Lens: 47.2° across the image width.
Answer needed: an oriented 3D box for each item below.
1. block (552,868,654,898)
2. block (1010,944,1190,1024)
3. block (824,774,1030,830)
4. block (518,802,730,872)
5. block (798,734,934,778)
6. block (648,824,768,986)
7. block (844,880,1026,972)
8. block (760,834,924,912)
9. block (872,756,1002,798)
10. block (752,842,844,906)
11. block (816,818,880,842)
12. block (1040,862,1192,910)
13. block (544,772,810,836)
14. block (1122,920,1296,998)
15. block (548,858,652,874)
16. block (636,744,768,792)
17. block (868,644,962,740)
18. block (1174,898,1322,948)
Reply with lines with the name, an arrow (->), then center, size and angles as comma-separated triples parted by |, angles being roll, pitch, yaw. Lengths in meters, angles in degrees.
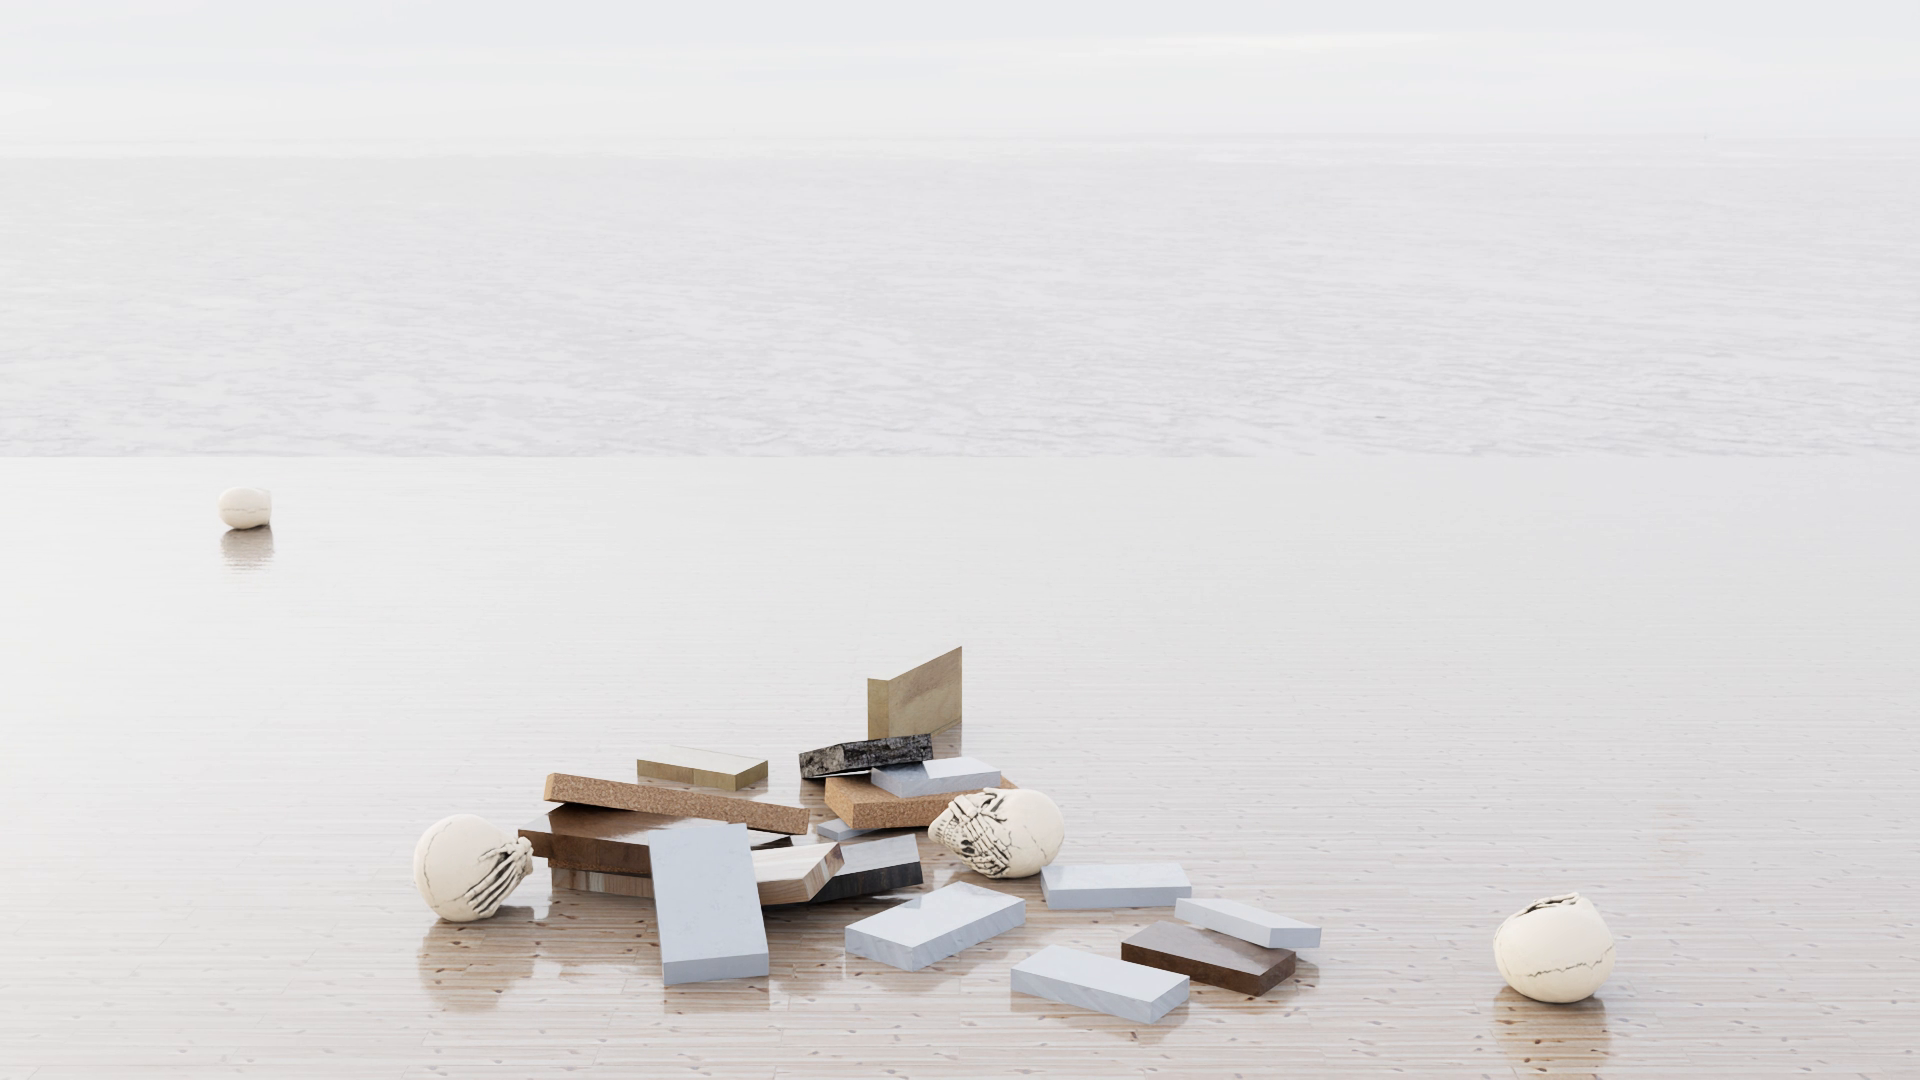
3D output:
block -> -0.559, 0.564, 3.721 | 0.232, 0.033, 0.116 | 3, 11, 17
block -> 0.205, 0.653, 3.240 | 0.236, 0.033, 0.118 | 7, 13, 33
block -> -0.062, 0.480, 4.072 | 0.339, 0.048, 0.170 | 0, 10, -21
block -> -0.561, 0.499, 3.678 | 0.313, 0.044, 0.157 | 4, 11, 20
block -> -0.184, 0.413, 4.194 | 0.170, 0.048, 0.339 | -5, -7, -19
block -> -0.393, 0.560, 3.410 | 0.157, 0.044, 0.313 | -3, 31, -11
block -> -0.037, 0.607, 3.470 | 0.138, 0.039, 0.276 | 9, 14, 39
block -> -0.204, 0.552, 3.649 | 0.276, 0.039, 0.138 | -10, 12, -3
block -> -0.044, 0.439, 4.082 | 0.216, 0.031, 0.108 | -3, 11, -33
block -> -0.341, 0.549, 3.570 | 0.276, 0.039, 0.138 | -9, 13, 24
block -> -0.197, 0.520, 3.998 | 0.116, 0.016, 0.058 | -10, 16, -44
block -> 0.258, 0.575, 3.658 | 0.236, 0.033, 0.118 | -1, 11, -4
block -> -0.497, 0.464, 3.847 | 0.446, 0.044, 0.157 | 10, -10, -14
block -> 0.377, 0.634, 3.341 | 0.236, 0.033, 0.118 | 7, 13, 34
block -> -0.569, 0.528, 3.731 | 0.232, 0.033, 0.116 | 2, 11, 10
block -> -0.508, 0.449, 4.339 | 0.232, 0.033, 0.116 | 6, 12, 27
block -> -0.091, 0.335, 4.578 | 0.048, 0.170, 0.339 | 5, 12, 25
block -> 0.449, 0.598, 3.438 | 0.108, 0.031, 0.216 | 7, 0, -36
